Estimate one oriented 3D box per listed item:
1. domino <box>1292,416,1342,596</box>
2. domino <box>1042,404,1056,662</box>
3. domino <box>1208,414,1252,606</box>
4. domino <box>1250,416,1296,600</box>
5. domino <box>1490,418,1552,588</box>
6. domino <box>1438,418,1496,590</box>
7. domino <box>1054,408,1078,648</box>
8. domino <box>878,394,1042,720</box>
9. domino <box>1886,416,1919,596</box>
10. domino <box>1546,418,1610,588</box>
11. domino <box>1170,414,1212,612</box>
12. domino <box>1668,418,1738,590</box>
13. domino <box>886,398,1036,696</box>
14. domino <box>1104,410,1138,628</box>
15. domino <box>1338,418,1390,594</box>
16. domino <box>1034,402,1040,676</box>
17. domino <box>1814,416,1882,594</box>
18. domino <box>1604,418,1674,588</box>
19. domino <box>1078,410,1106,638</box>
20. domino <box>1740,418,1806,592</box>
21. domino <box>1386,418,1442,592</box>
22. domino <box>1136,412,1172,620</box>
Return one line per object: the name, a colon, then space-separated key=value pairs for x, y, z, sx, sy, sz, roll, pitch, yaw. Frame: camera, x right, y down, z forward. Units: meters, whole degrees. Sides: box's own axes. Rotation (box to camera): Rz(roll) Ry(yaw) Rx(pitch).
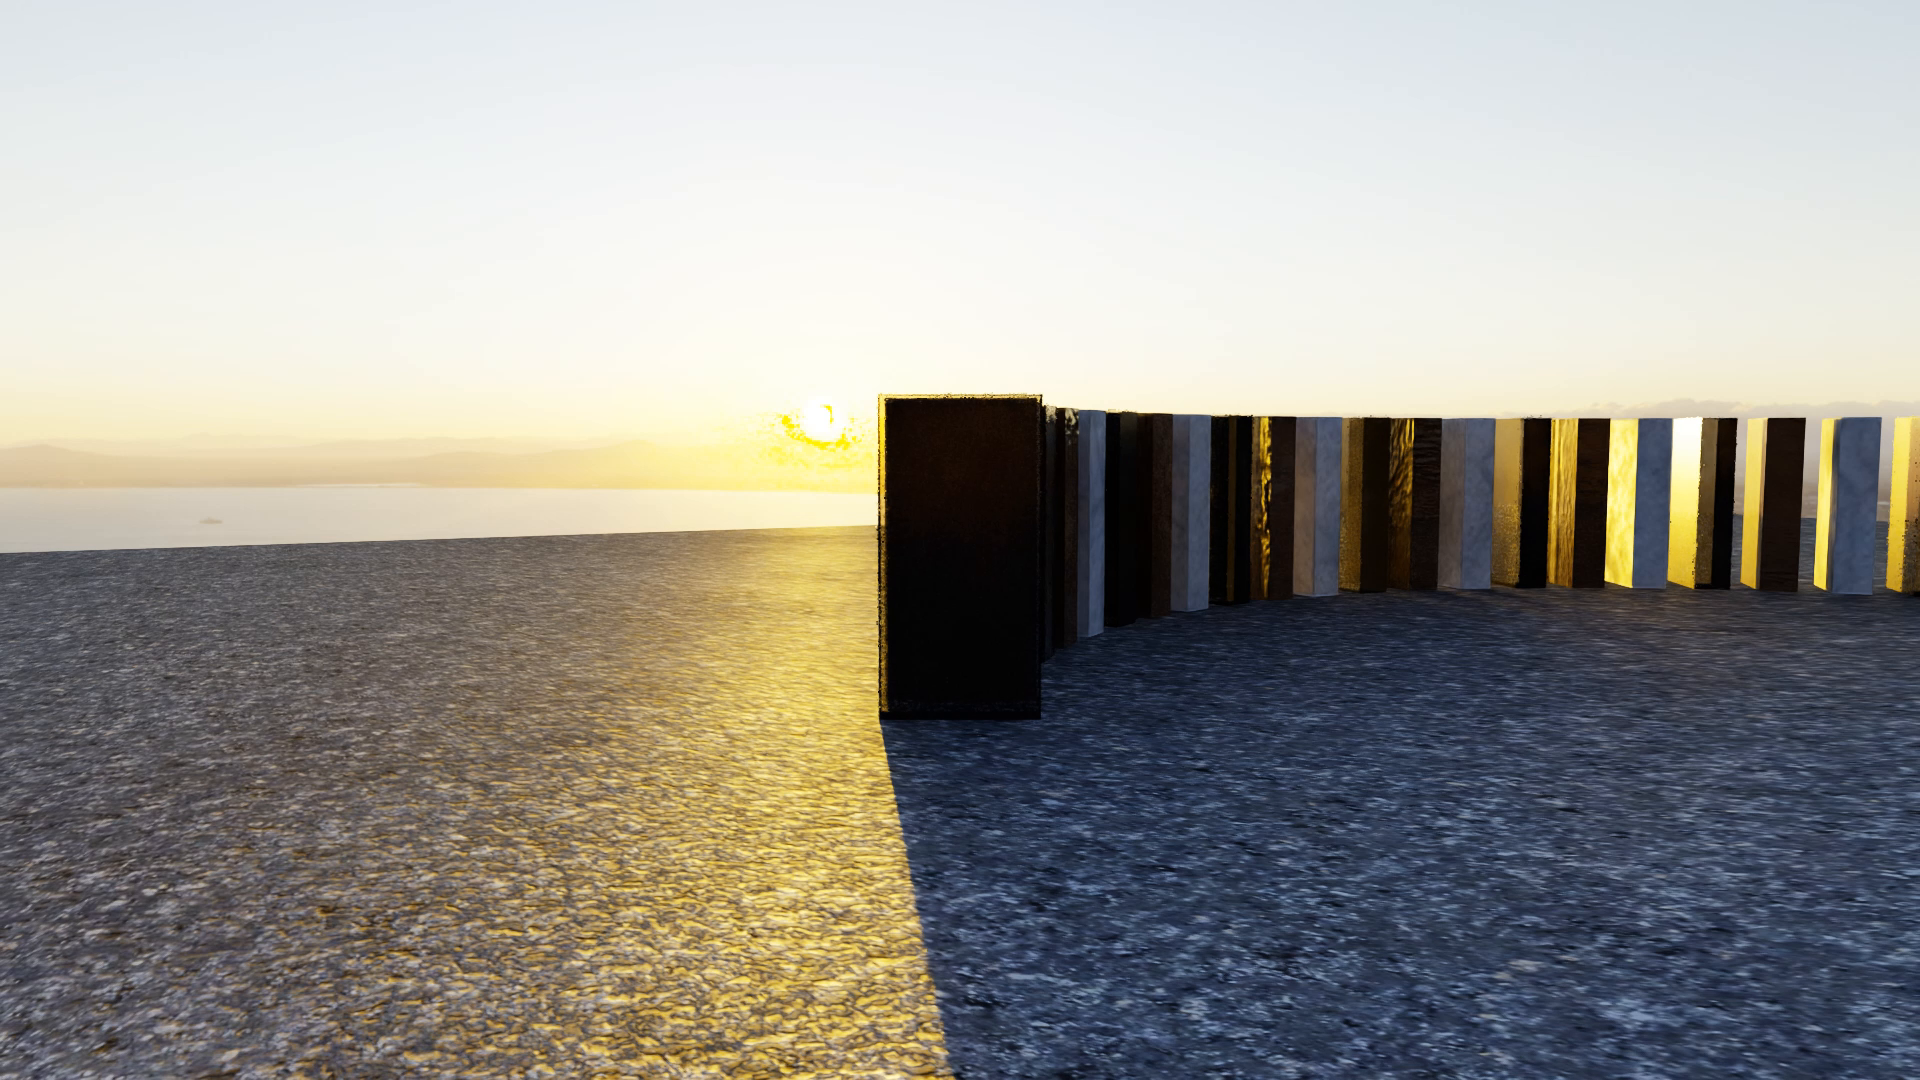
domino: x=0.097 y=-0.010 z=0.369 sx=0.009 sy=0.050 sz=0.025 roll=-2 pitch=5 yaw=-28
domino: x=0.006 y=-0.002 z=0.256 sx=0.025 sy=0.050 sz=0.010 roll=1 pitch=4 yaw=16
domino: x=0.066 y=-0.009 z=0.348 sx=0.010 sy=0.050 sz=0.025 roll=-4 pitch=6 yaw=-39
domino: x=0.081 y=-0.009 z=0.359 sx=0.009 sy=0.050 sz=0.025 roll=-3 pitch=5 yaw=-34
domino: x=0.168 y=-0.012 z=0.390 sx=0.009 sy=0.050 sz=0.025 roll=0 pitch=4 yaw=-5
domino: x=0.149 y=-0.011 z=0.387 sx=0.010 sy=0.050 sz=0.025 roll=-1 pitch=4 yaw=-11
domino: x=0.012 y=-0.003 z=0.274 sx=0.025 sy=0.050 sz=0.009 roll=2 pitch=5 yaw=21
domino: x=0.000 y=0.002 z=0.201 sx=0.025 sy=0.050 sz=0.009 roll=0 pitch=4 yaw=0
domino: x=0.275 y=-0.010 z=0.366 sx=0.009 sy=0.050 sz=0.025 roll=2 pitch=5 yaw=21
domino: x=0.186 y=-0.012 z=0.390 sx=0.009 sy=0.050 sz=0.025 roll=0 pitch=4 yaw=1
domino: x=0.052 y=-0.008 z=0.335 sx=0.025 sy=0.050 sz=0.009 roll=4 pitch=6 yaw=44
domino: x=0.223 y=-0.011 z=0.386 sx=0.010 sy=0.050 sz=0.025 roll=1 pitch=4 yaw=13
domino: x=0.000 y=0.001 z=0.219 sx=0.025 sy=0.050 sz=0.009 roll=0 pitch=4 yaw=2
domino: x=0.029 y=-0.005 z=0.306 sx=0.025 sy=0.050 sz=0.009 roll=3 pitch=5 yaw=33
domino: x=0.113 y=-0.011 z=0.376 sx=0.010 sy=0.050 sz=0.025 roll=-2 pitch=5 yaw=-22
domino: x=0.002 y=0.000 z=0.238 sx=0.025 sy=0.050 sz=0.009 roll=1 pitch=4 yaw=8
domino: x=0.258 y=-0.010 z=0.373 sx=0.009 sy=0.050 sz=0.025 roll=2 pitch=5 yaw=23
domino: x=0.205 y=-0.012 z=0.389 sx=0.010 sy=0.050 sz=0.025 roll=0 pitch=4 yaw=6
domino: x=0.019 y=-0.004 z=0.290 sx=0.025 sy=0.050 sz=0.009 roll=2 pitch=5 yaw=27
domino: x=0.241 y=-0.011 z=0.380 sx=0.009 sy=0.050 sz=0.025 roll=2 pitch=5 yaw=21
domino: x=0.131 y=-0.011 z=0.383 sx=0.010 sy=0.050 sz=0.025 roll=-1 pitch=4 yaw=-16
domino: x=0.040 y=-0.007 z=0.321 sx=0.025 sy=0.050 sz=0.009 roll=3 pitch=5 yaw=39
